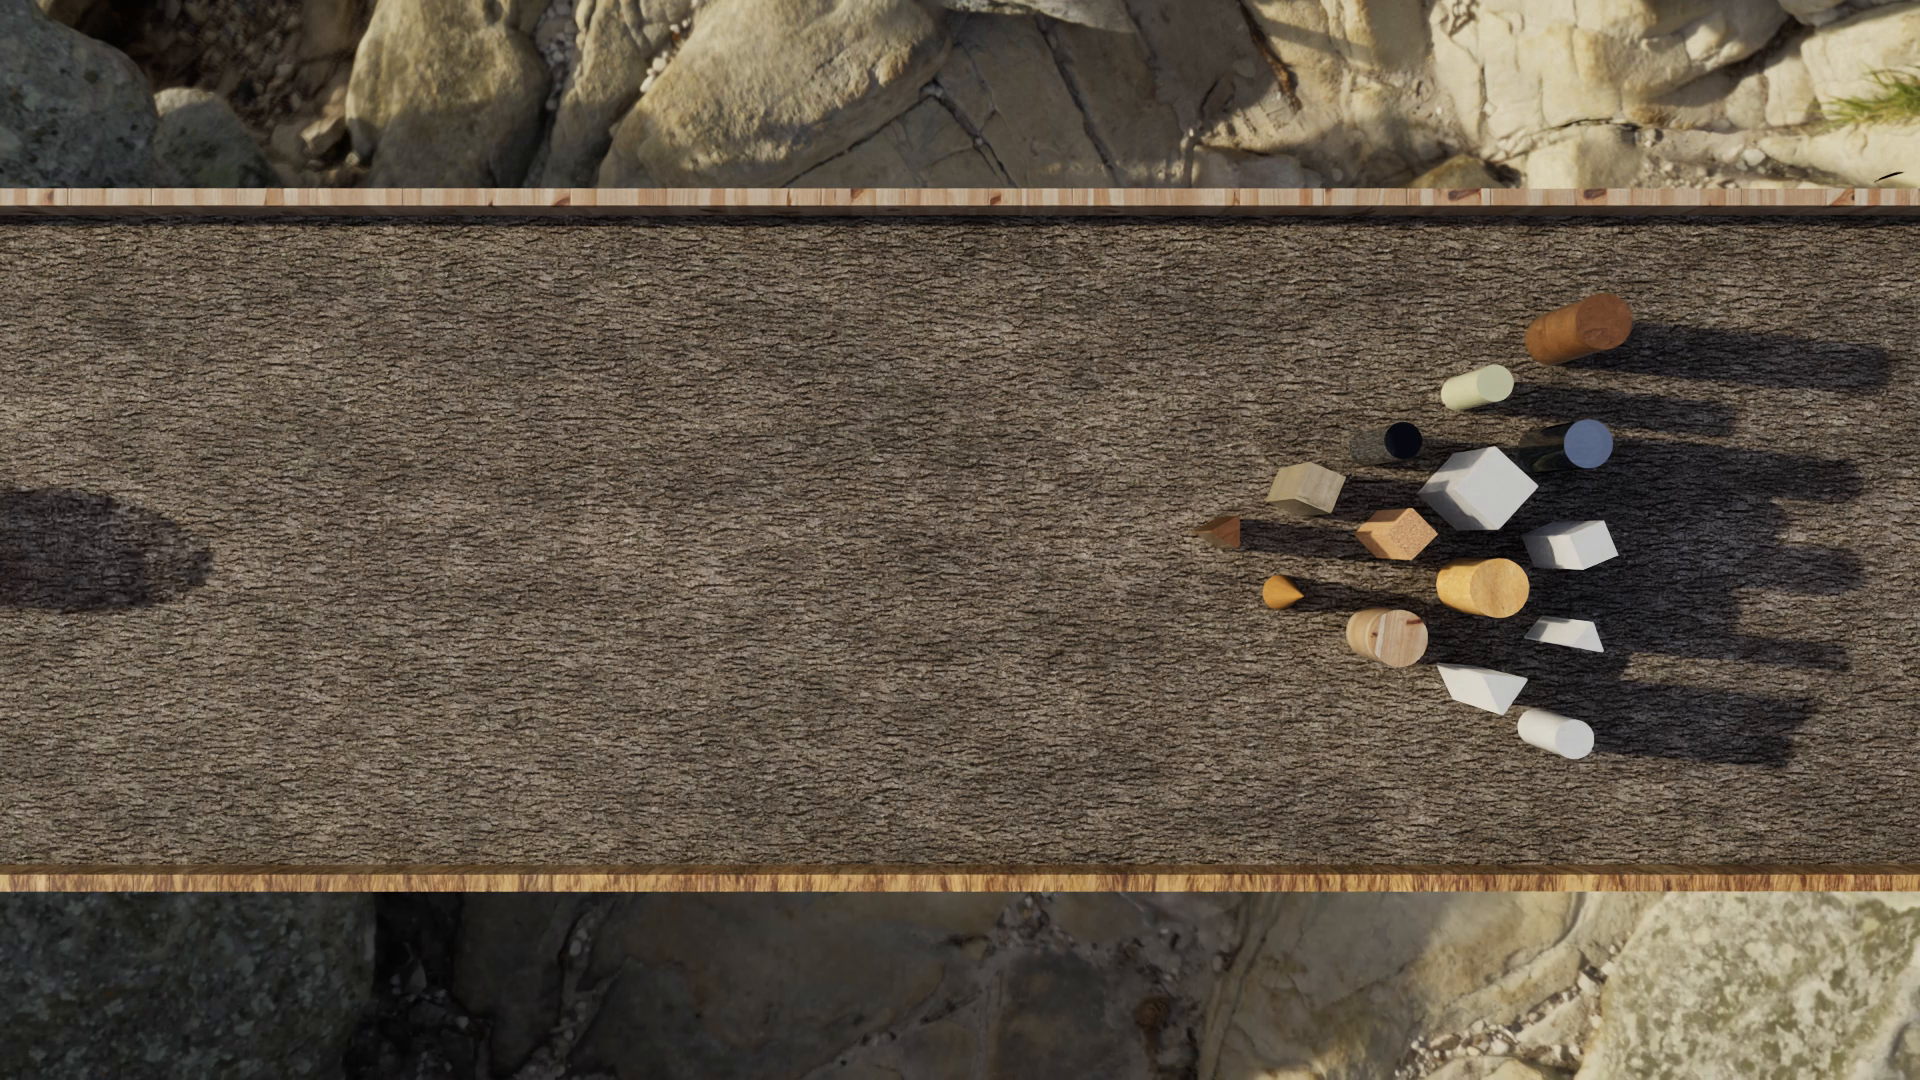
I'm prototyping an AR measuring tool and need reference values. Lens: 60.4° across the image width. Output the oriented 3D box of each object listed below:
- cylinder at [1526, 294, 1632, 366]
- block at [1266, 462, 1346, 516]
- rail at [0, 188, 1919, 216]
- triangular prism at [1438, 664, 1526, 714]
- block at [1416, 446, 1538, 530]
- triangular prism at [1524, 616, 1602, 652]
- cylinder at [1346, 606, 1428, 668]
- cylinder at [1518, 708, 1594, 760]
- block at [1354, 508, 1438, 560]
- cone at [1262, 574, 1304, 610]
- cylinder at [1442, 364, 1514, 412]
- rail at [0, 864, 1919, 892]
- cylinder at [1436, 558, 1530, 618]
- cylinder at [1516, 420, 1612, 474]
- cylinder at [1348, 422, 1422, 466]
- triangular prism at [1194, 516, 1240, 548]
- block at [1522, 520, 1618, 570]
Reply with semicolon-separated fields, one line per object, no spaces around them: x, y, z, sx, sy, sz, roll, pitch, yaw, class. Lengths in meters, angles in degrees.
1.819;-0.618;4.867;0.161;0.418;0.161;0;90;0;cylinder
1.013;-0.147;4.856;0.112;0.440;0.112;23;90;0;block
-2.247;-1.025;5.002;12.000;0.150;0.050;0;90;0;rail
1.511;0.410;4.850;0.107;0.454;0.123;35;90;0;triangular prism
1.523;-0.148;4.877;0.168;0.399;0.168;43;90;0;block
1.787;0.270;4.877;0.091;0.398;0.078;11;90;0;triangular prism
1.271;0.285;4.923;0.166;0.307;0.166;0;90;0;cylinder
1.773;0.575;4.918;0.114;0.318;0.114;0;90;0;cylinder
1.284;-0.017;4.879;0.104;0.395;0.104;-45;90;0;block
0.987;0.161;4.903;0.111;0.346;0.111;0;90;0;cone
1.534;-0.450;4.903;0.107;0.347;0.107;0;90;0;cylinder
-2.247;1.025;5.001;12.000;0.150;0.050;0;90;0;rail
1.552;0.139;4.911;0.172;0.331;0.172;0;90;0;cylinder
1.782;-0.273;4.876;0.139;0.401;0.139;0;90;0;cylinder
1.249;-0.280;4.861;0.106;0.430;0.106;0;90;0;cylinder
0.775;-0.035;4.885;0.091;0.383;0.079;30;90;0;triangular prism
1.796;0.014;4.875;0.107;0.403;0.107;-23;90;0;block
